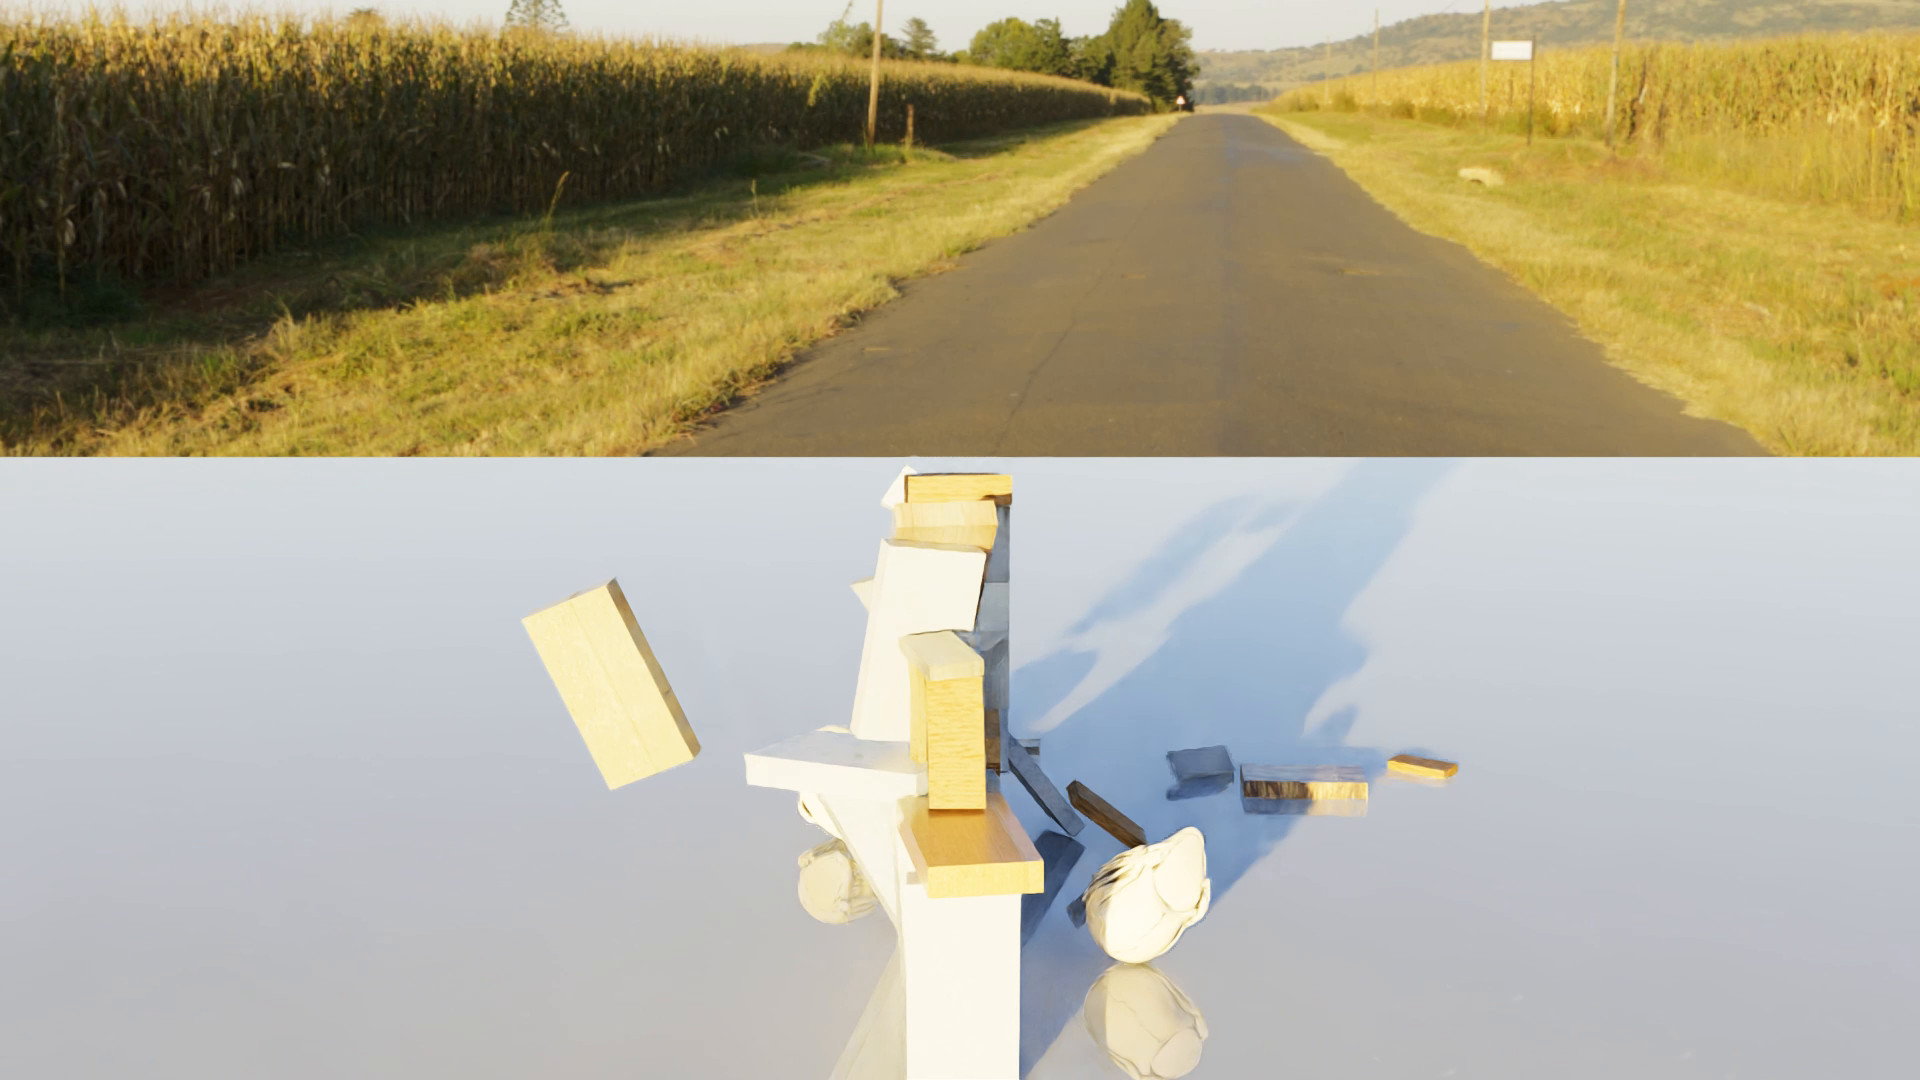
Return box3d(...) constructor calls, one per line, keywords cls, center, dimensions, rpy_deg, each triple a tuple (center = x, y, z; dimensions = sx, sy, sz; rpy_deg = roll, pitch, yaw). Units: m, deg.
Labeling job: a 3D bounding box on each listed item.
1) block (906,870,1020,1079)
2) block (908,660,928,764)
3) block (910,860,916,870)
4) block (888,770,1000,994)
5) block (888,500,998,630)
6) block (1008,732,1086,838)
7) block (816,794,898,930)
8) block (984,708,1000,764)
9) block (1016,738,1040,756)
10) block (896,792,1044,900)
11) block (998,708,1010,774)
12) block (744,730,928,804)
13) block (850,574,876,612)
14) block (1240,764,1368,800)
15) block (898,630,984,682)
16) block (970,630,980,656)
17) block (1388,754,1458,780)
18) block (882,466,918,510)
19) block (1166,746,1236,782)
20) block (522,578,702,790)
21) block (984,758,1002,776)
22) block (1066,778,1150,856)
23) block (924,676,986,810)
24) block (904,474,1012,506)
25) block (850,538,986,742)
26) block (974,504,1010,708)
box3d(cls="block", center=(0.004, 0.580, 2.902), dimensions=(0.148, 0.296, 0.042), rpy_deg=(0, 18, 0))
box3d(cls="block", center=(-0.033, 0.235, 3.130), dimensions=(0.077, 0.154, 0.022), rpy_deg=(-10, 16, -31))
box3d(cls="block", center=(0.004, 0.544, 3.099), dimensions=(0.148, 0.296, 0.042), rpy_deg=(0, 17, 0))
box3d(cls="block", center=(-0.014, 0.505, 3.232), dimensions=(0.159, 0.318, 0.045), rpy_deg=(-6, 12, -12))
box3d(cls="block", center=(-0.036, 0.043, 3.277), dimensions=(0.146, 0.041, 0.292), rpy_deg=(-2, -33, -9))
box3d(cls="block", center=(0.130, 0.427, 3.952), dimensions=(0.033, 0.233, 0.117), rpy_deg=(-41, 29, -7))
box3d(cls="block", center=(-0.093, 0.454, 3.423), dimensions=(0.159, 0.318, 0.045), rpy_deg=(-35, 21, -17))
box3d(cls="block", center=(-0.005, 0.305, 3.577), dimensions=(0.138, 0.039, 0.275), rpy_deg=(0, 11, 0))
box3d(cls="block", center=(0.102, 0.424, 4.516), dimensions=(0.123, 0.017, 0.062), rpy_deg=(1, 11, 3))
box3d(cls="block", center=(0.009, 0.403, 2.923), dimensions=(0.148, 0.042, 0.296), rpy_deg=(-2, 11, -9))
box3d(cls="block", center=(-0.006, 0.179, 3.784), dimensions=(0.166, 0.440, 0.047), rpy_deg=(2, -10, -17))
box3d(cls="block", center=(-0.142, 0.331, 3.219), dimensions=(0.318, 0.045, 0.159), rpy_deg=(2, 11, 36))
box3d(cls="block", center=(-0.142, 0.102, 3.921), dimensions=(0.023, 0.080, 0.159), rpy_deg=(-37, 8, -18))
box3d(cls="block", center=(0.662, 0.466, 4.245), dimensions=(0.233, 0.033, 0.117), rpy_deg=(1, 11, 4))
box3d(cls="block", center=(-0.027, 0.161, 3.064), dimensions=(0.077, 0.022, 0.154), rpy_deg=(-5, 14, -17))
box3d(cls="block", center=(0.002, 0.167, 3.506), dimensions=(0.060, 0.017, 0.120), rpy_deg=(0, 11, 0))
box3d(cls="block", center=(0.920, 0.450, 4.373), dimensions=(0.123, 0.017, 0.062), rpy_deg=(8, 13, 37))
box3d(cls="block", center=(-0.050, -0.055, 3.871), dimensions=(0.159, 0.080, 0.023), rpy_deg=(32, -17, 6))
box3d(cls="block", center=(0.475, 0.440, 4.337), dimensions=(0.123, 0.017, 0.062), rpy_deg=(-4, 48, -22))
box3d(cls="block", center=(-0.518, 0.215, 3.278), dimensions=(0.146, 0.292, 0.041), rpy_deg=(-22, 13, 17))
box3d(cls="block", center=(-0.004, 0.476, 3.524), dimensions=(0.138, 0.275, 0.039), rpy_deg=(0, 14, 0))
box3d(cls="block", center=(0.259, 0.486, 3.858), dimensions=(0.159, 0.023, 0.080), rpy_deg=(37, 10, -12))
box3d(cls="block", center=(-0.006, 0.277, 3.003), dimensions=(0.077, 0.179, 0.022), rpy_deg=(-1, -8, -5))
box3d(cls="block", center=(-0.008, -0.086, 3.696), dimensions=(0.166, 0.047, 0.332), rpy_deg=(0, 2, -3))
box3d(cls="block", center=(-0.062, 0.148, 3.190), dimensions=(0.146, 0.292, 0.041), rpy_deg=(5, 15, -19))
box3d(cls="block", center=(-0.003, 0.108, 3.612), dimensions=(0.166, 0.332, 0.047), rpy_deg=(0, 8, 0))
